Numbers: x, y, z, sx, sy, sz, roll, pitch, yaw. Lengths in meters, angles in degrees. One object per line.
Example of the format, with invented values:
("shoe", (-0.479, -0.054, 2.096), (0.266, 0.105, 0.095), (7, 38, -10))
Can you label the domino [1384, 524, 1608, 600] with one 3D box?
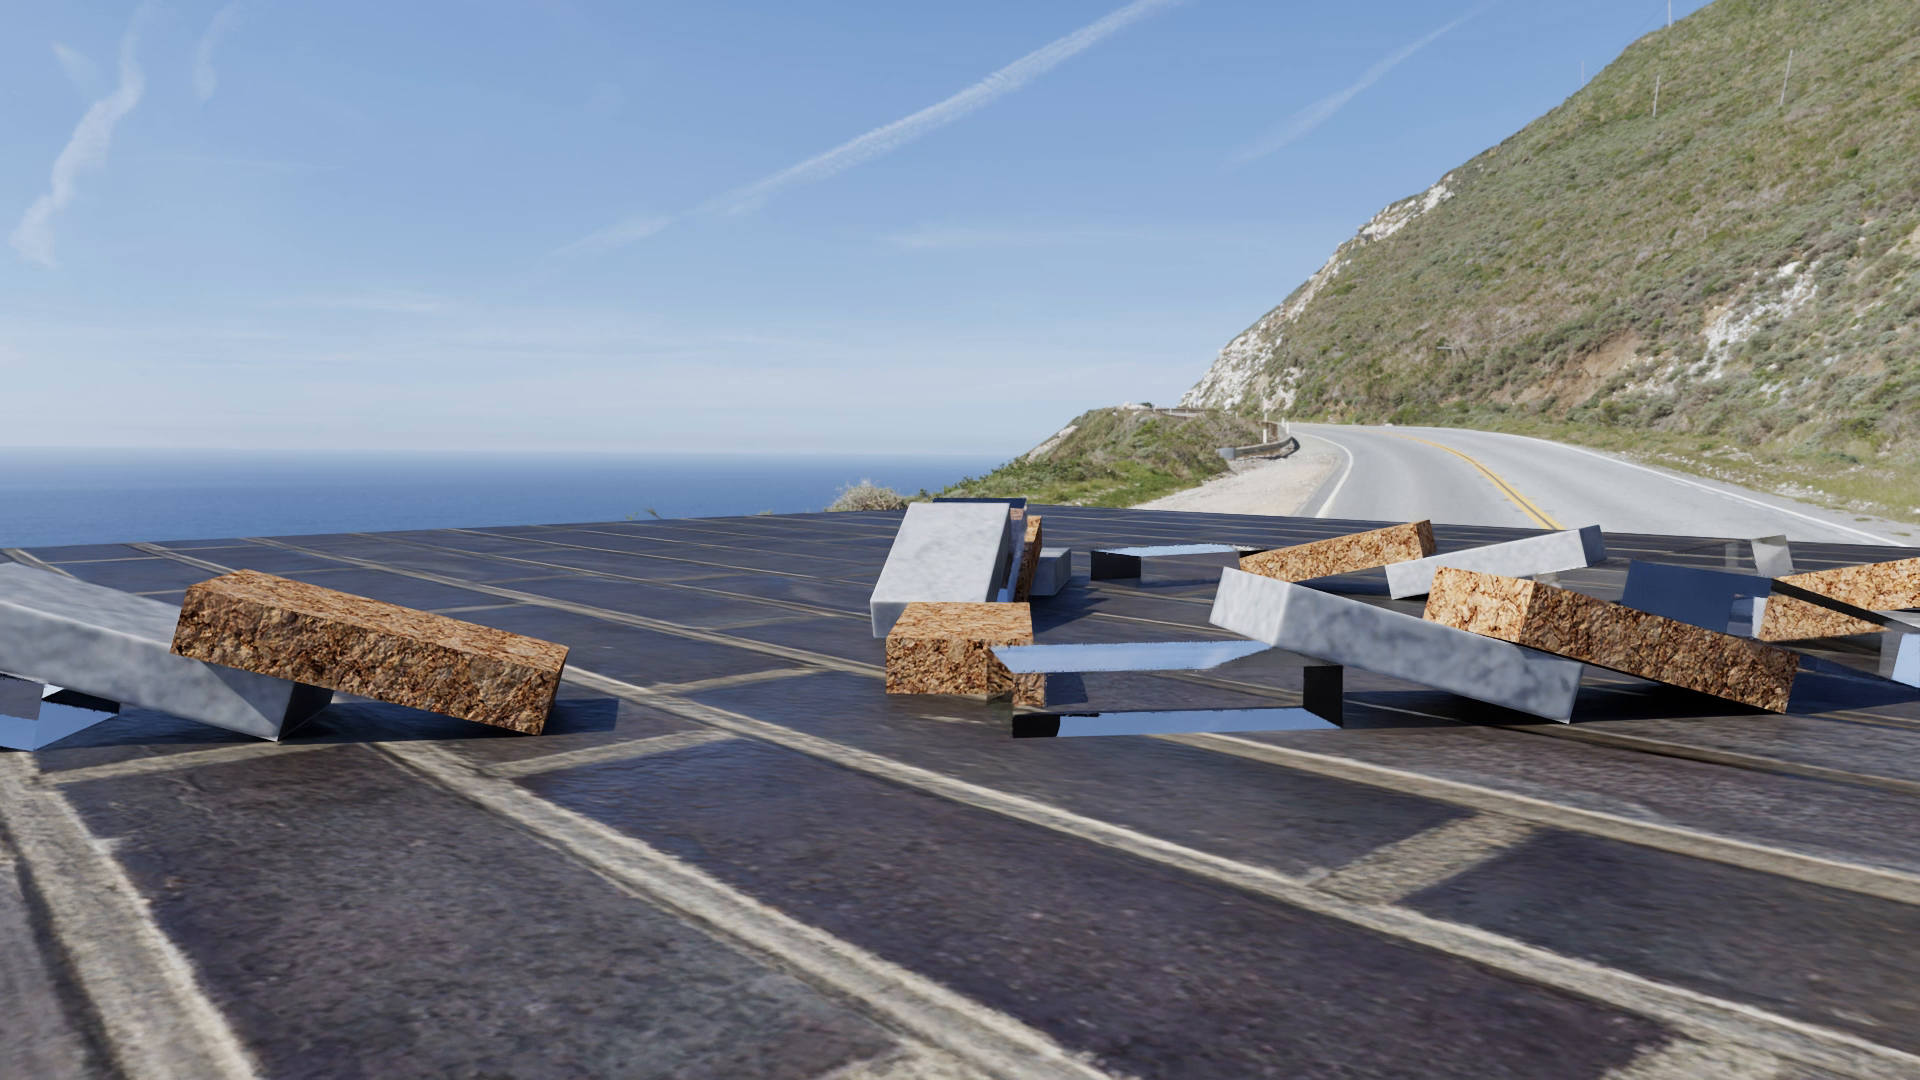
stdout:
("domino", (0.144, 0.006, 0.346), (0.050, 0.009, 0.025), (-14, -5, 37))

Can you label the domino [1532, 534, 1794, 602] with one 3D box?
("domino", (0.171, 0.008, 0.314), (0.025, 0.009, 0.050), (-4, -8, -42))

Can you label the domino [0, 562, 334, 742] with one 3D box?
("domino", (-0.122, 0.016, 0.191), (0.050, 0.010, 0.025), (17, 1, -11))

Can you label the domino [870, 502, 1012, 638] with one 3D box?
("domino", (-0.003, 0.006, 0.299), (0.025, 0.009, 0.050), (1, 27, 9))

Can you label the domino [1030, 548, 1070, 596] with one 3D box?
("domino", (0.019, 0.009, 0.387), (0.025, 0.009, 0.050), (1, 4, 10))

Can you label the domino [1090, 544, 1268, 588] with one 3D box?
("domino", (0.069, 0.008, 0.401), (0.050, 0.009, 0.025), (-2, 5, -30))

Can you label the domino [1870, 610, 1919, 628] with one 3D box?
("domino", (0.187, 0.021, 0.230), (0.025, 0.009, 0.050), (-1, 4, -8))

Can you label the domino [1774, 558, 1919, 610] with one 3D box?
("domino", (0.188, 0.011, 0.275), (0.025, 0.009, 0.050), (-2, -9, -27))

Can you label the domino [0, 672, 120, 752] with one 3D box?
("domino", (-0.154, 0.018, 0.185), (0.050, 0.010, 0.025), (12, 2, -10))

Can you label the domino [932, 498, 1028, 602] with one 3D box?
("domino", (0.002, 0.004, 0.323), (0.025, 0.010, 0.050), (1, 27, 9))

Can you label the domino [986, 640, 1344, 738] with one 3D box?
("domino", (0.031, 0.023, 0.201), (0.050, 0.009, 0.025), (-1, 4, -7))

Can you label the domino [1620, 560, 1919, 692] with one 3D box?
("domino", (0.141, 0.015, 0.218), (0.050, 0.009, 0.025), (14, 0, -23))

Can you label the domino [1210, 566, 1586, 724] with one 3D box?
("domino", (0.068, 0.016, 0.203), (0.050, 0.010, 0.025), (15, 1, -11))

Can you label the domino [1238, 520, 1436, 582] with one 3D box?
("domino", (0.109, 0.004, 0.371), (0.050, 0.009, 0.025), (-13, -2, 29))

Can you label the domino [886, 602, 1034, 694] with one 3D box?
("domino", (0.001, 0.020, 0.243), (0.025, 0.010, 0.050), (0, 4, 2))

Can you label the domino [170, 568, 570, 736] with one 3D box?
("domino", (-0.086, 0.017, 0.193), (0.050, 0.009, 0.025), (16, 1, -14))

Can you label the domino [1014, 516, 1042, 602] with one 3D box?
("domino", (0.008, 0.006, 0.349), (0.025, 0.010, 0.050), (1, 19, 9))

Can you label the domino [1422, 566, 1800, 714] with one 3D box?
("domino", (0.105, 0.016, 0.209), (0.050, 0.009, 0.025), (14, 1, -13))
